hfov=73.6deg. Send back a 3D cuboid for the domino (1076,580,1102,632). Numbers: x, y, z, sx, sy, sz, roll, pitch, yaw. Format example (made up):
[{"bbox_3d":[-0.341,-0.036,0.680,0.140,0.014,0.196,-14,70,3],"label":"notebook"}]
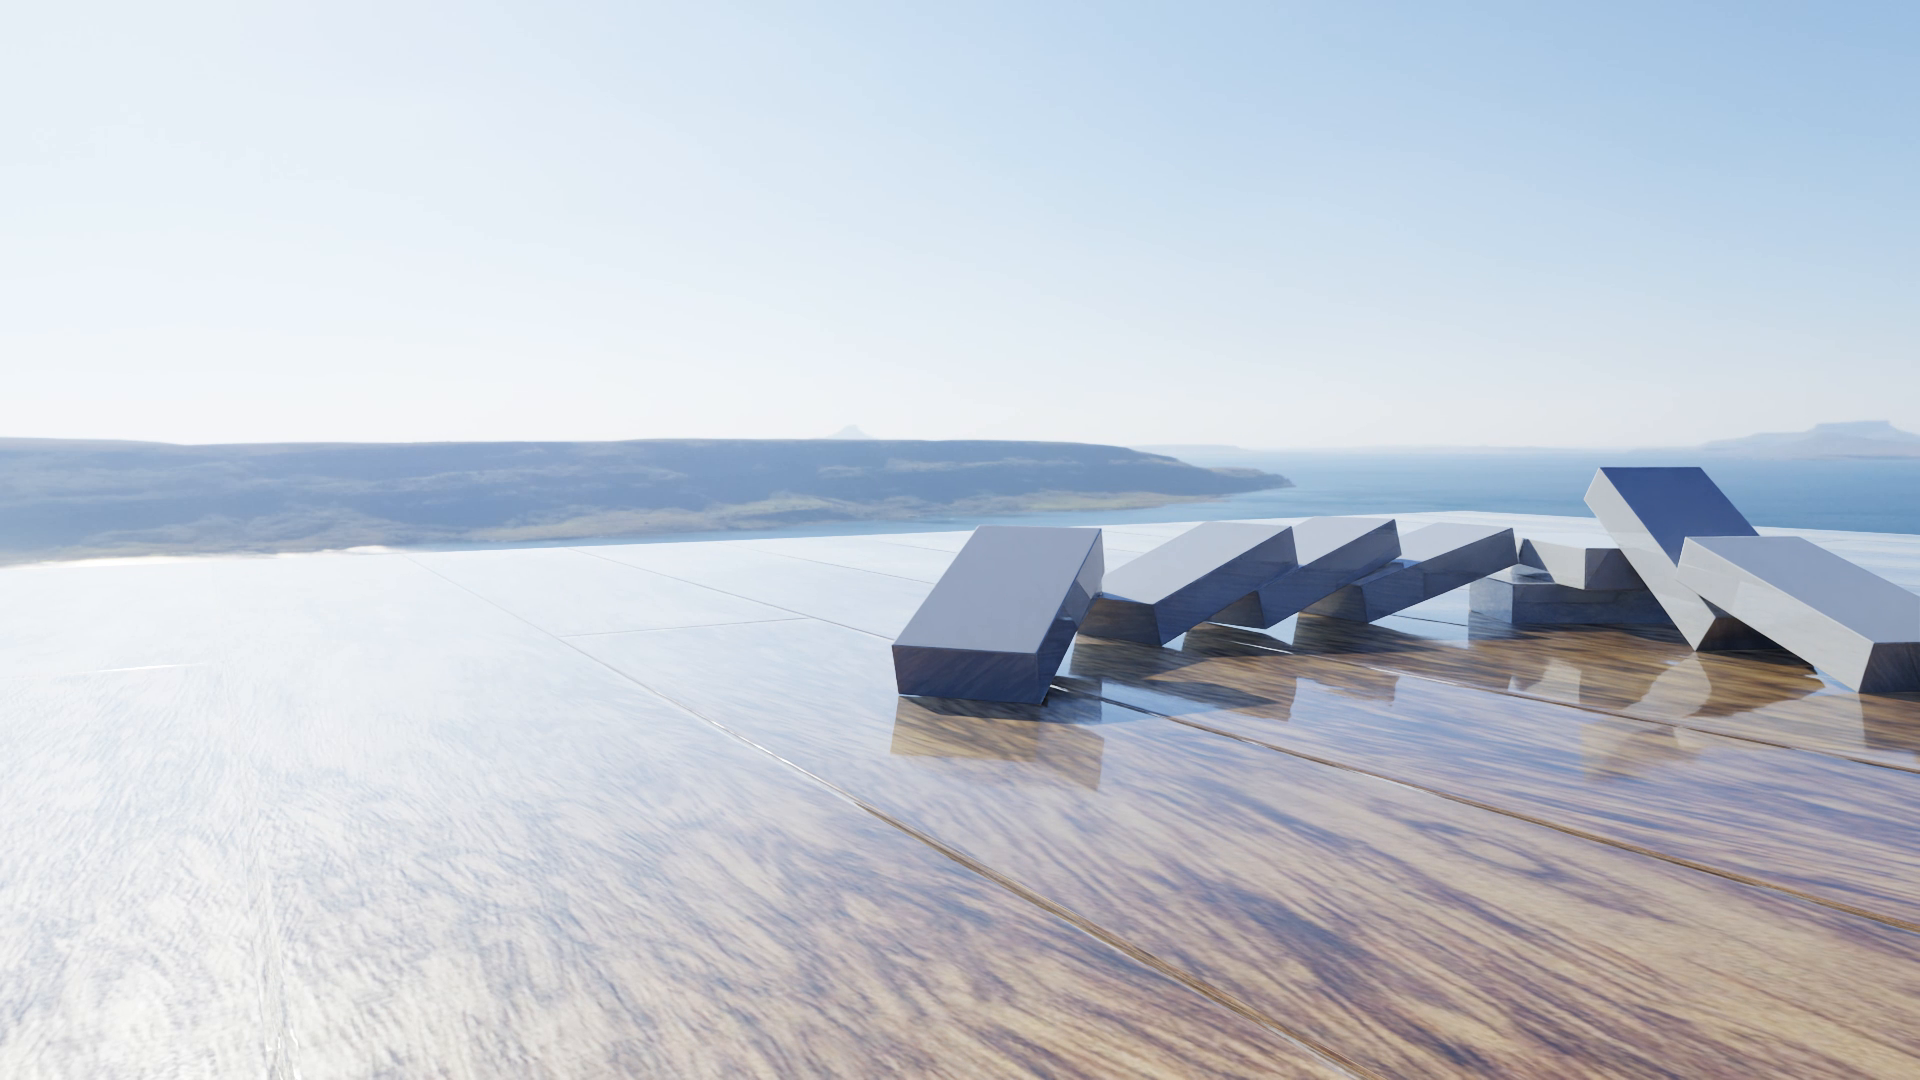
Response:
[{"bbox_3d":[0.012,0.013,0.262,0.025,0.010,0.050,1,16,18],"label":"domino"}]

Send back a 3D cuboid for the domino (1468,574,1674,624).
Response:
[{"bbox_3d":[0.156,0.014,0.316,0.050,0.010,0.025,0,4,-1],"label":"domino"}]

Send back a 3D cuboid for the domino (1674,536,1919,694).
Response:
[{"bbox_3d":[0.163,0.013,0.242,0.025,0.010,0.050,-1,21,-7],"label":"domino"}]

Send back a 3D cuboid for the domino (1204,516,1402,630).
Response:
[{"bbox_3d":[0.081,0.007,0.313,0.050,0.009,0.025,-23,15,-31],"label":"domino"}]

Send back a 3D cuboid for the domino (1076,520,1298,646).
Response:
[{"bbox_3d":[0.052,0.009,0.293,0.050,0.009,0.025,-25,19,-36],"label":"domino"}]

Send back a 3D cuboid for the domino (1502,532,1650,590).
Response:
[{"bbox_3d":[0.153,0.005,0.315,0.025,0.010,0.050,0,4,-1],"label":"domino"}]

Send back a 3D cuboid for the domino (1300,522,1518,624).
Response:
[{"bbox_3d":[0.112,0.007,0.324,0.050,0.010,0.025,-17,11,-23],"label":"domino"}]

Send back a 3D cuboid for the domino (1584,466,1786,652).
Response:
[{"bbox_3d":[0.161,0.003,0.280,0.025,0.009,0.050,0,40,-6],"label":"domino"}]

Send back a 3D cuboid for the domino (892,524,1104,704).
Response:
[{"bbox_3d":[0.009,0.012,0.233,0.025,0.010,0.050,2,25,19],"label":"domino"}]
